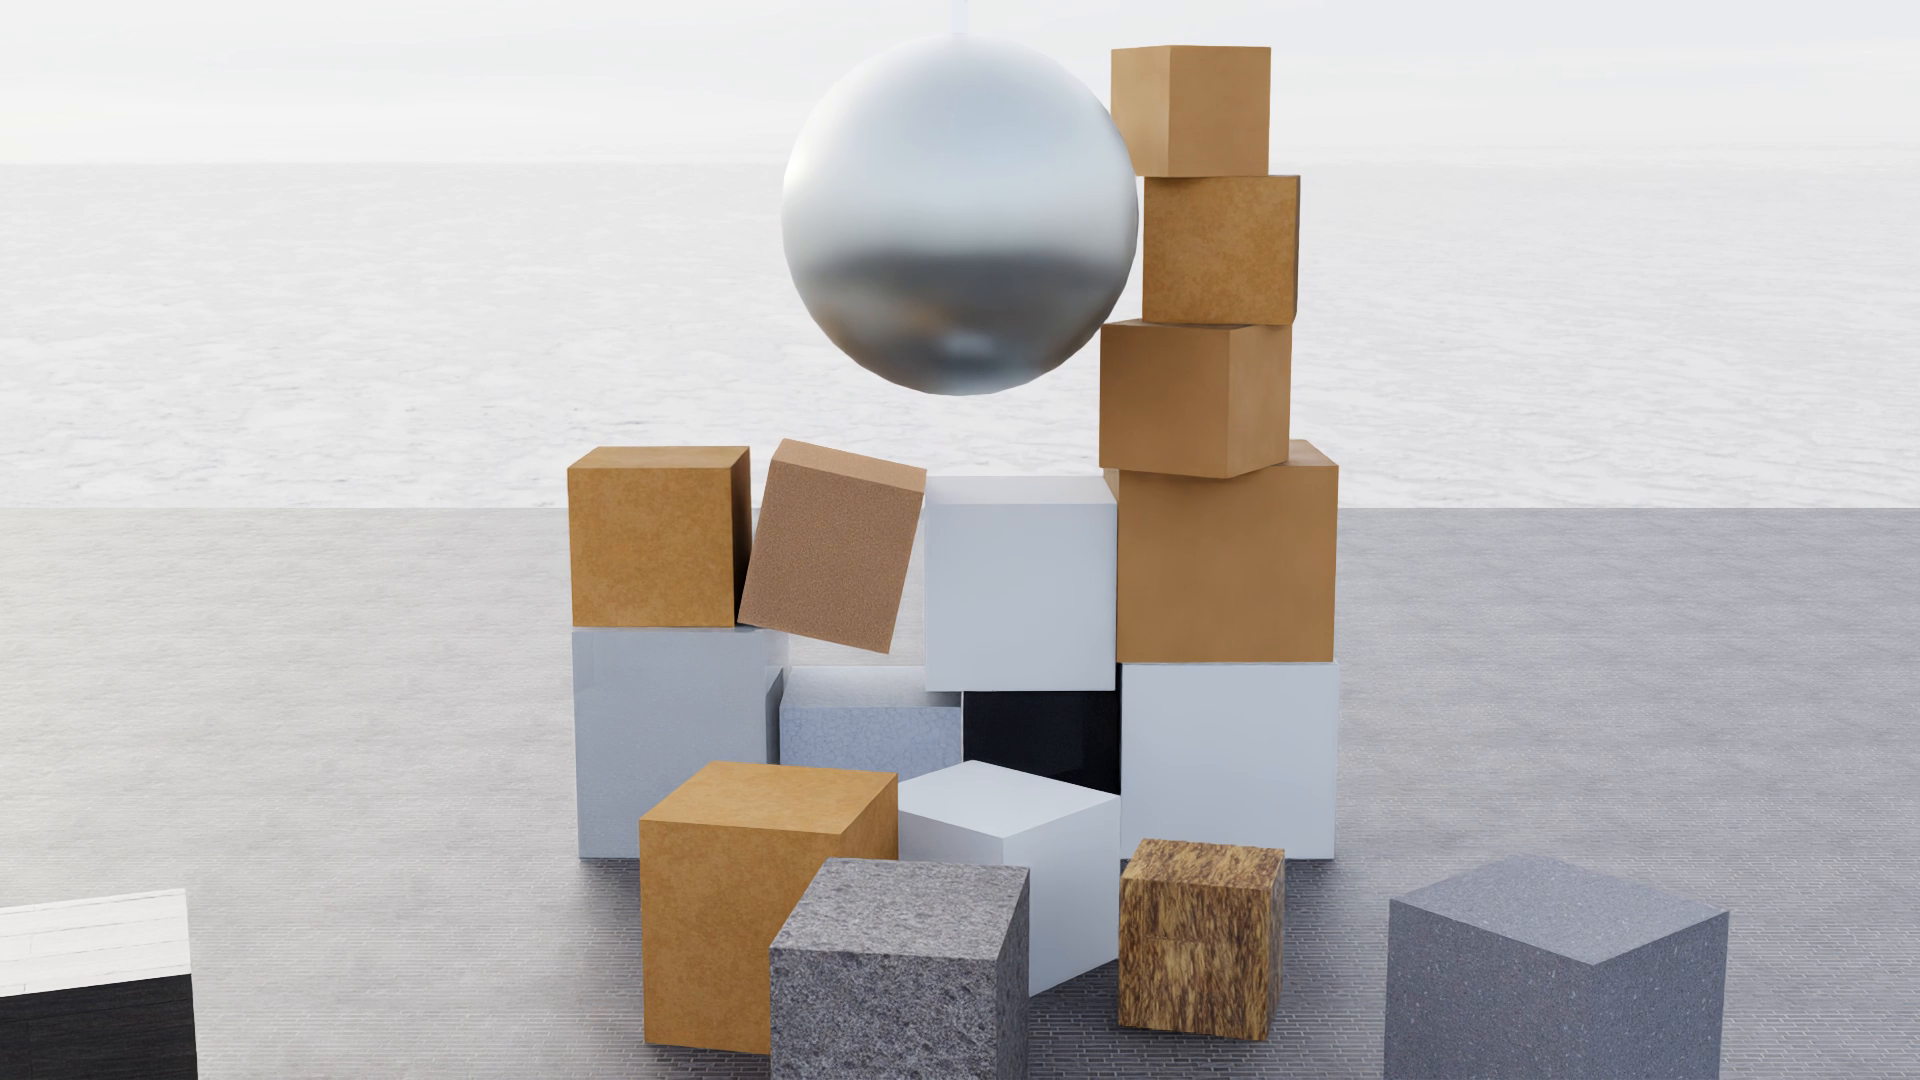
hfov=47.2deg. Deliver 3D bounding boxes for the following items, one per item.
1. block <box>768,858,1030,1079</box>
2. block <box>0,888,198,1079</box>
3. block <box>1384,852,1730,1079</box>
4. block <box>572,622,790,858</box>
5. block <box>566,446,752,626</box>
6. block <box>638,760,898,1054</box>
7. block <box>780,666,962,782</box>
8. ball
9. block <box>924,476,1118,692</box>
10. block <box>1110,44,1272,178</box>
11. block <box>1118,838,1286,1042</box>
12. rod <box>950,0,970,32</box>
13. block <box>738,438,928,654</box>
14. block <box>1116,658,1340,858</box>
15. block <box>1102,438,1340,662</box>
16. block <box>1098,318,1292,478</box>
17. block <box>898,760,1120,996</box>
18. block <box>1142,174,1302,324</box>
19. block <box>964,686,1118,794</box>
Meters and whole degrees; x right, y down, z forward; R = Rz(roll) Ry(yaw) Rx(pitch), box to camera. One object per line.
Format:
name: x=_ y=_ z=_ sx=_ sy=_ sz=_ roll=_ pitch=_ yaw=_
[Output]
block: x=-0.186 y=1.704 z=7.695 sx=0.753 sy=0.894 sz=0.937 roll=2 pitch=10 yaw=8
block: x=-3.182 y=1.776 z=7.701 sx=0.949 sy=0.751 sz=0.915 roll=-4 pitch=11 yaw=-20
block: x=2.203 y=1.701 z=8.163 sx=0.851 sy=0.732 sz=0.880 roll=-8 pitch=13 yaw=-39
block: x=-1.405 y=0.915 z=11.333 sx=0.941 sy=1.146 sz=1.100 roll=0 pitch=10 yaw=2
block: x=-1.500 y=-0.032 z=11.139 sx=0.798 sy=0.787 sz=0.812 roll=0 pitch=10 yaw=1
block: x=-0.751 y=1.474 z=8.899 sx=0.813 sy=0.916 sz=0.842 roll=2 pitch=11 yaw=13
block: x=-0.445 y=1.112 z=11.402 sx=0.902 sy=0.732 sz=0.862 roll=0 pitch=10 yaw=0
ball: x=0.000 y=-1.440 z=9.795 sx=1.600 sy=1.600 sz=1.600 roll=0 pitch=10 yaw=0
block: x=0.290 y=0.203 z=11.212 sx=0.936 sy=0.935 sz=0.908 roll=0 pitch=10 yaw=-1
block: x=1.096 y=-2.047 z=10.524 sx=0.549 sy=0.601 sz=0.564 roll=-5 pitch=11 yaw=-24
block: x=0.989 y=1.614 z=8.946 sx=0.593 sy=0.624 sz=0.522 roll=3 pitch=11 yaw=15
rod: x=0.000 y=-4.840 z=9.814 sx=0.080 sy=5.200 sz=0.080 roll=0 pitch=0 yaw=0
block: x=-0.631 y=0.017 z=11.083 sx=0.760 sy=0.825 sz=0.749 roll=12 pitch=10 yaw=-2
block: x=1.322 y=0.994 z=11.351 sx=1.057 sy=0.983 sz=1.122 roll=0 pitch=10 yaw=0
block: x=1.291 y=0.035 z=11.165 sx=1.062 sy=0.971 sz=0.970 roll=0 pitch=10 yaw=-1
block: x=1.140 y=-0.709 z=10.618 sx=0.674 sy=0.689 sz=0.715 roll=6 pitch=12 yaw=31
block: x=0.116 y=1.460 z=9.498 sx=0.847 sy=0.730 sz=0.779 roll=9 pitch=14 yaw=41
block: x=1.283 y=-1.428 z=10.725 sx=0.713 sy=0.688 sz=0.715 roll=2 pitch=10 yaw=10
block: x=0.399 y=1.071 z=11.363 sx=0.765 sy=0.827 sz=0.838 roll=0 pitch=10 yaw=0
